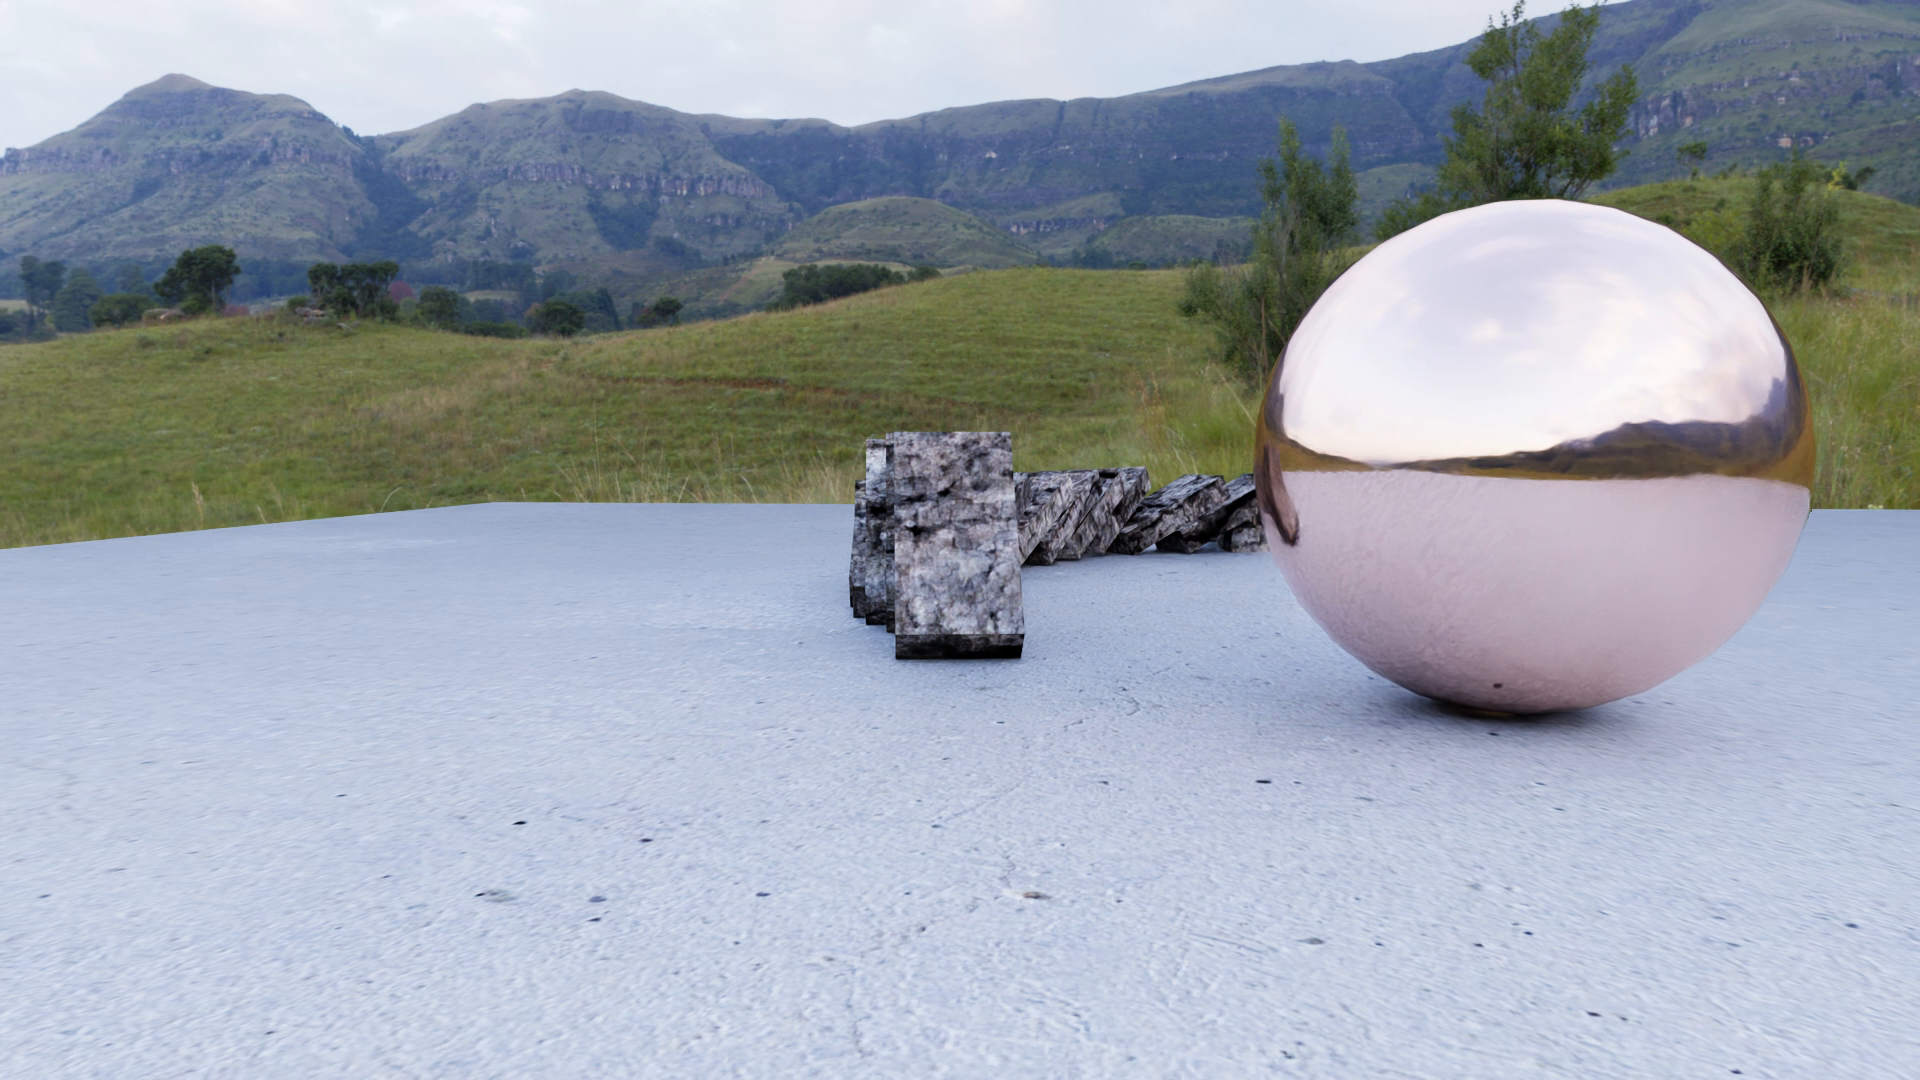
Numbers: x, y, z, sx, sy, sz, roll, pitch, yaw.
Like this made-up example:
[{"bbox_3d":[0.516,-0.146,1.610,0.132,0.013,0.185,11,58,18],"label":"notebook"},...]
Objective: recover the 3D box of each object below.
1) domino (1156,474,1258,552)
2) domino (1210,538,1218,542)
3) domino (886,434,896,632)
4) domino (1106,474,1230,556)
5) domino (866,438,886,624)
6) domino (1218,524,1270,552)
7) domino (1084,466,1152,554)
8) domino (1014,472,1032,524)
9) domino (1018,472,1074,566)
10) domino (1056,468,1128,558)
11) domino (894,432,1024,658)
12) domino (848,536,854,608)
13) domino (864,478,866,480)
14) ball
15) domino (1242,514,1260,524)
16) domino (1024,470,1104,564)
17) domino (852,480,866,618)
[{"bbox_3d":[0.103,-0.011,0.514,0.050,0.009,0.025,-28,13,-18],"label":"domino"},{"bbox_3d":[0.106,-0.006,0.582,0.025,0.009,0.050,0,4,-1],"label":"domino"},{"bbox_3d":[-0.005,-0.003,0.301,0.025,0.050,0.010,0,-34,-3],"label":"domino"},{"bbox_3d":[0.080,-0.011,0.509,0.050,0.009,0.025,-29,16,-21],"label":"domino"},{"bbox_3d":[-0.010,-0.003,0.314,0.025,0.050,0.010,0,-37,-3],"label":"domino"},{"bbox_3d":[0.131,-0.001,0.515,0.050,0.009,0.025,0,4,-2],"label":"domino"},{"bbox_3d":[0.054,-0.012,0.503,0.025,0.009,0.050,-1,31,34],"label":"domino"},{"bbox_3d":[0.005,-0.006,0.434,0.025,0.010,0.050,2,33,21],"label":"domino"},{"bbox_3d":[0.018,-0.007,0.451,0.025,0.010,0.050,3,33,31],"label":"domino"},{"bbox_3d":[0.042,-0.010,0.486,0.025,0.009,0.050,0,32,32],"label":"domino"},{"bbox_3d":[-0.001,0.000,0.265,0.025,0.050,0.010,0,-34,-3],"label":"domino"},{"bbox_3d":[-0.016,0.000,0.353,0.025,0.010,0.050,0,33,-1],"label":"domino"},{"bbox_3d":[-0.017,-0.001,0.373,0.025,0.010,0.050,0,32,-1],"label":"domino"},{"bbox_3d":[0.087,-0.013,0.203,0.080,0.080,0.080,0,4,0],"label":"ball"},{"bbox_3d":[0.120,-0.015,0.556,0.025,0.009,0.050,-5,11,19],"label":"domino"},{"bbox_3d":[0.031,-0.009,0.469,0.025,0.009,0.050,0,32,31],"label":"domino"},{"bbox_3d":[-0.015,0.001,0.333,0.025,0.009,0.050,-1,34,-3],"label":"domino"}]
